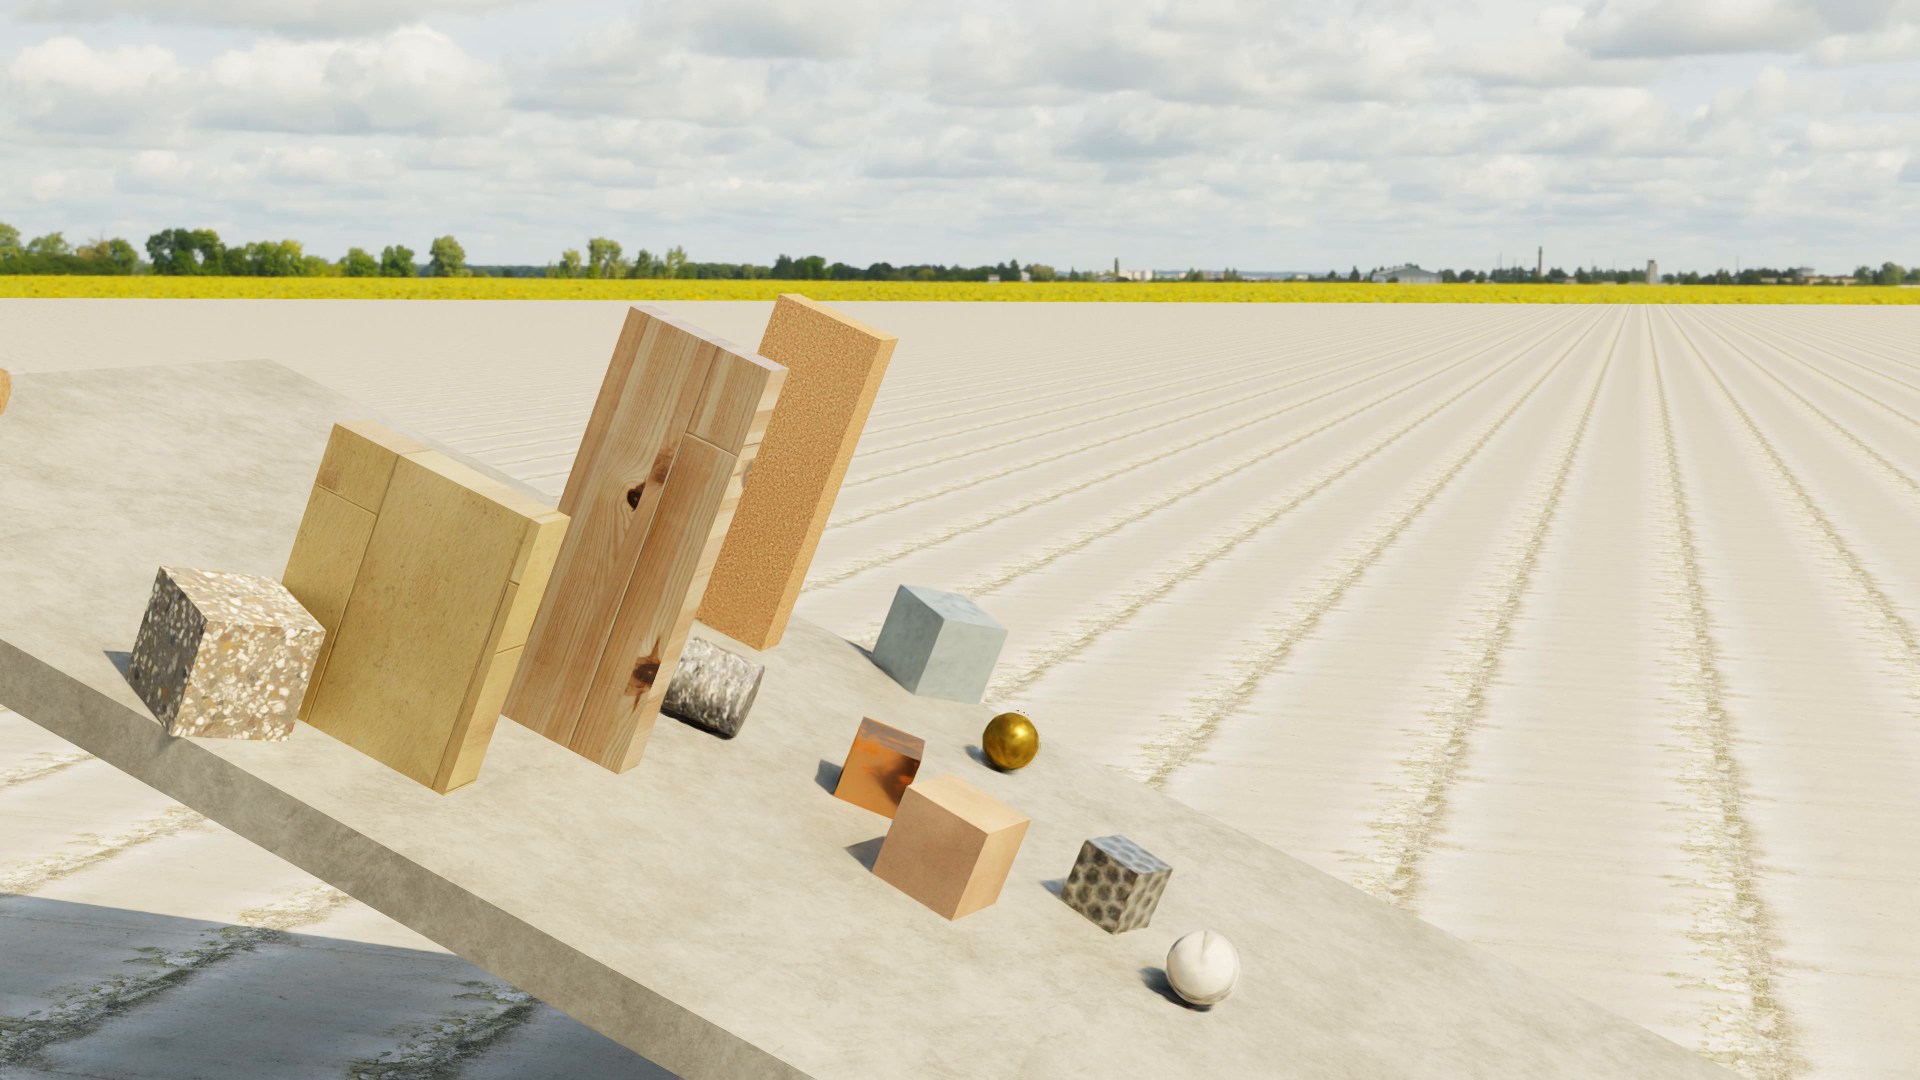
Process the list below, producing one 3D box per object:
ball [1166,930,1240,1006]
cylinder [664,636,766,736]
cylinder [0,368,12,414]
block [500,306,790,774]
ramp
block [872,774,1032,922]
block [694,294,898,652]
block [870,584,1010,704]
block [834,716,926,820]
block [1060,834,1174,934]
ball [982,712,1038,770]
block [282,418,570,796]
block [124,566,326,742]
[{"bbox_3d":[0.433,0.762,3.921,0.132,0.132,0.132,0,7,0],"label":"ball"},{"bbox_3d":[-0.480,0.286,4.303,0.151,0.151,0.151,23,8,2],"label":"cylinder"},{"bbox_3d":[-1.948,-0.295,4.270,0.140,0.140,0.140,25,8,2],"label":"cylinder"},{"bbox_3d":[-0.575,0.002,3.887,0.282,0.780,0.083,25,13,13],"label":"block"},{"bbox_3d":[-0.299,0.527,4.190,4.000,0.100,2.000,25,13,13],"label":"ramp"},{"bbox_3d":[-0.015,0.549,3.949,0.176,0.176,0.176,28,14,23],"label":"block"},{"bbox_3d":[-0.400,-0.149,4.864,0.254,0.747,0.111,25,13,13],"label":"block"},{"bbox_3d":[-0.048,0.242,5.100,0.195,0.195,0.195,11,17,-39],"label":"block"},{"bbox_3d":[-0.155,0.442,4.257,0.130,0.130,0.130,22,13,-2],"label":"block"},{"bbox_3d":[0.295,0.650,4.156,0.130,0.130,0.130,30,15,32],"label":"block"},{"bbox_3d":[0.109,0.434,4.741,0.123,0.123,0.123,0,7,0],"label":"ball"},{"bbox_3d":[-0.903,0.107,3.584,0.395,0.485,0.101,25,13,13],"label":"block"},{"bbox_3d":[-1.167,0.181,3.490,0.198,0.198,0.198,9,18,-45],"label":"block"}]
